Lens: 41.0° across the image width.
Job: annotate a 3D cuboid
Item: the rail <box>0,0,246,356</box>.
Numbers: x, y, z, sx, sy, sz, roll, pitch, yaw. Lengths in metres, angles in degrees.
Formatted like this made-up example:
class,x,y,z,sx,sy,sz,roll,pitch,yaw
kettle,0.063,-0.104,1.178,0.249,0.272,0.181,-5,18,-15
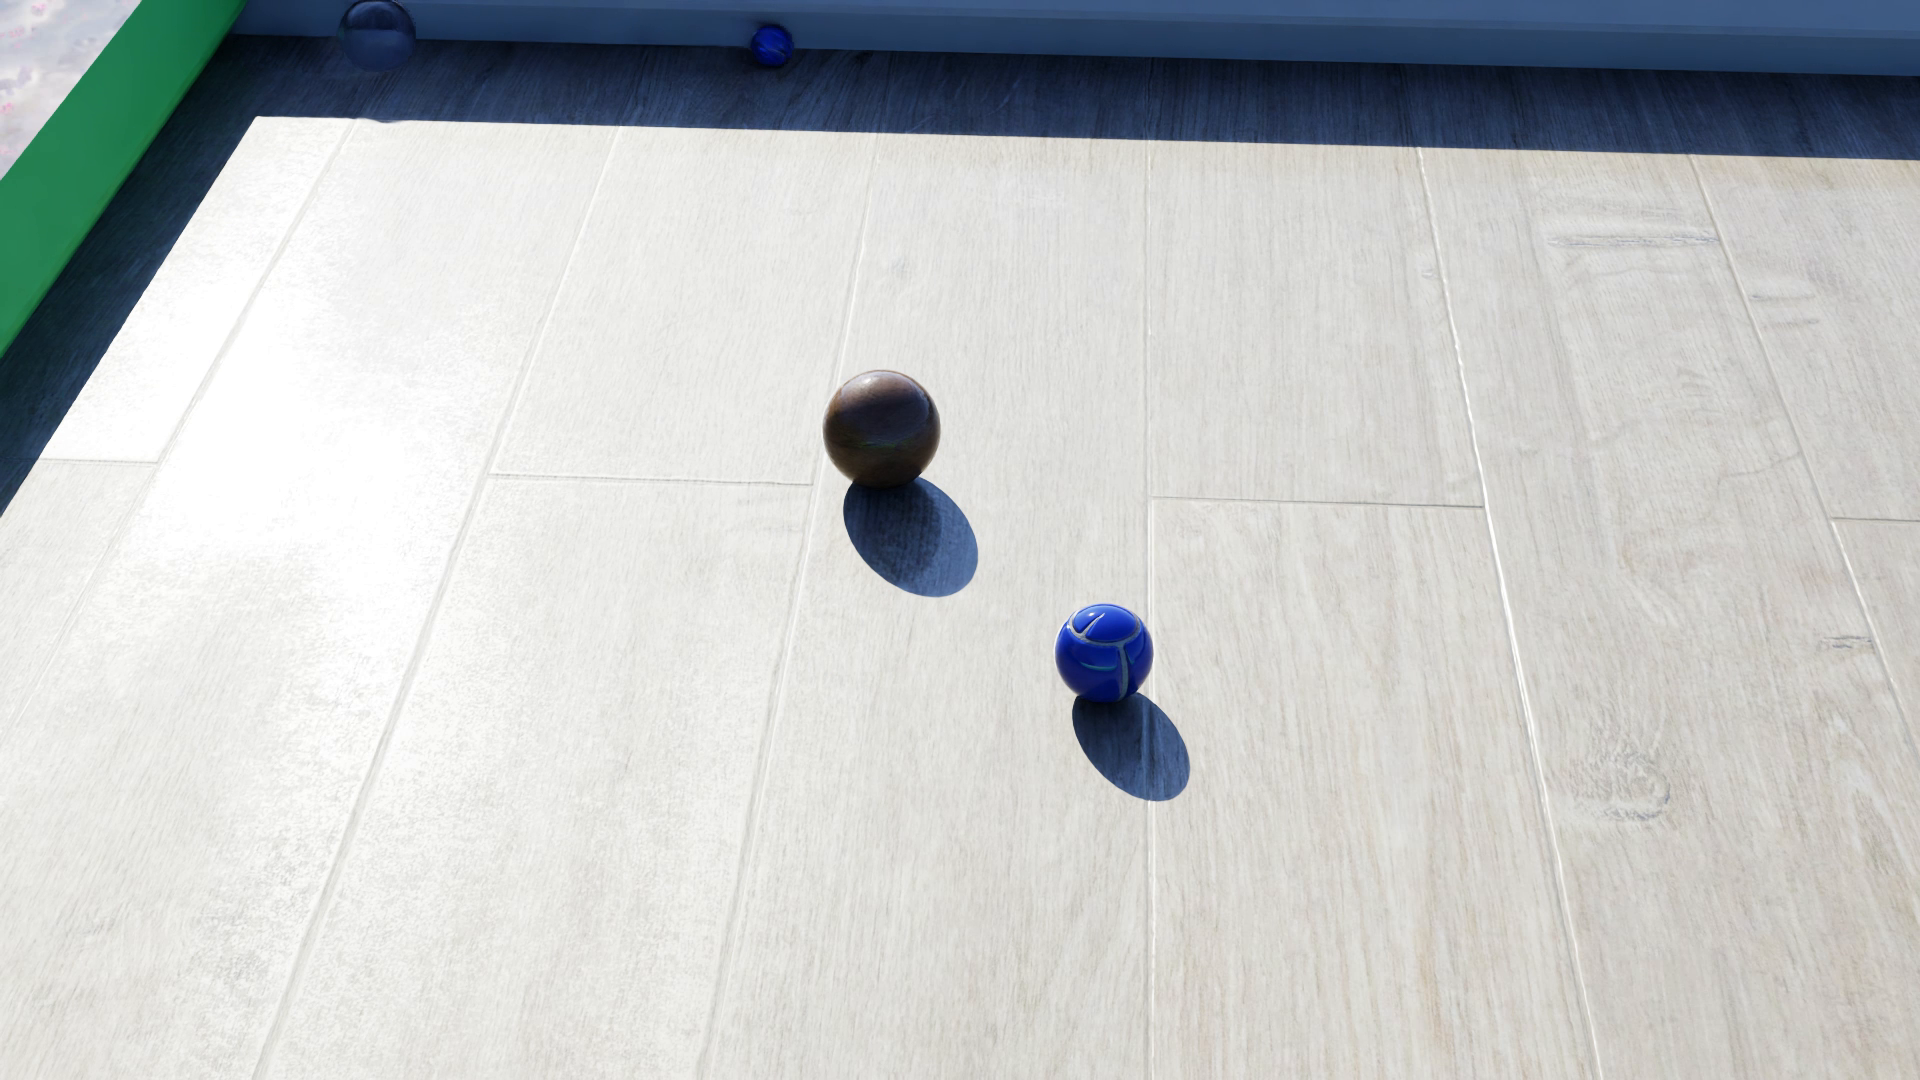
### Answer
class,x,y,z,sx,sy,sz,roll,pitch,yaw
rail,-0.770,-0.049,1.830,0.045,0.122,1.779,2,35,3

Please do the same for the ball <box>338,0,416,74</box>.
class,x,y,z,sx,sy,sz,roll,pitch,yaw
ball,-0.568,-0.492,2.500,0.073,0.073,0.073,0,35,0

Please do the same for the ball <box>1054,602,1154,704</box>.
class,x,y,z,sx,sy,sz,roll,pitch,yaw
ball,0.095,0.075,1.704,0.067,0.067,0.067,0,35,0

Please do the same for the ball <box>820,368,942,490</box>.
class,x,y,z,sx,sy,sz,roll,pitch,yaw
ball,-0.059,-0.082,1.907,0.090,0.090,0.090,0,35,0

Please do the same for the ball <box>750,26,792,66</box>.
class,x,y,z,sx,sy,sz,roll,pitch,yaw
ball,-0.185,-0.485,2.519,0.040,0.040,0.040,0,35,0

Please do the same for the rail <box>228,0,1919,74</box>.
class,x,y,z,sx,sy,sz,roll,pitch,yaw
rail,0.844,-0.495,2.461,3.178,0.122,0.045,2,35,3
